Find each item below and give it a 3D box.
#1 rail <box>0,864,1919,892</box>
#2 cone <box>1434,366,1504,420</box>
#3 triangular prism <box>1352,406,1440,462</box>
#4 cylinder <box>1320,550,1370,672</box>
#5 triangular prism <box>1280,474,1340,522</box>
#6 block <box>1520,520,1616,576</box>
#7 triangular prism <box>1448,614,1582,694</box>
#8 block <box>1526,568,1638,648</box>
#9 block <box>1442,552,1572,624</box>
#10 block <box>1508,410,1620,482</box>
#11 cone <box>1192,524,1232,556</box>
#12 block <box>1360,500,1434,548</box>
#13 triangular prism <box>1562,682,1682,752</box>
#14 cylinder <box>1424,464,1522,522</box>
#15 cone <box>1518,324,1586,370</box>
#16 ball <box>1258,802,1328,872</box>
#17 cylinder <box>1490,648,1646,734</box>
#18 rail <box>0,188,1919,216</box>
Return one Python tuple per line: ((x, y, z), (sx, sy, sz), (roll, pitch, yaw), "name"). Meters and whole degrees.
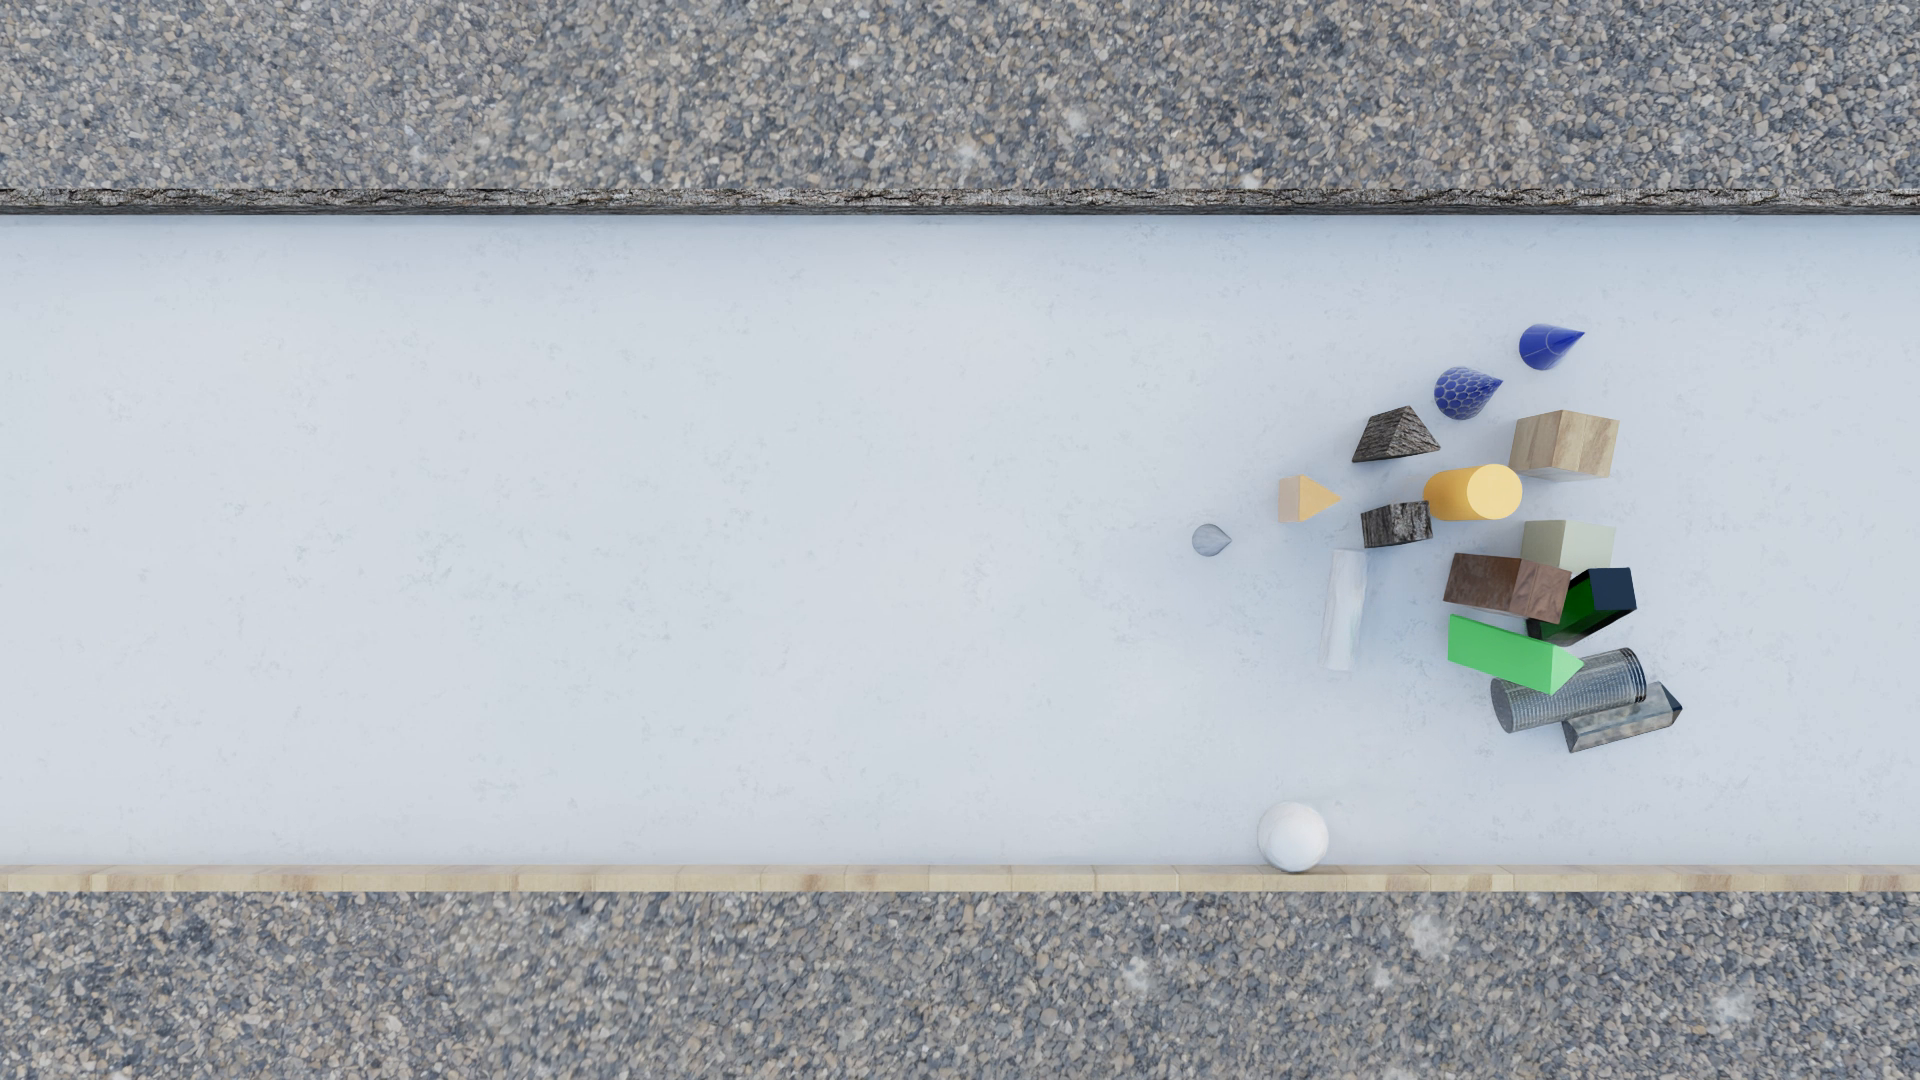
((-2.247, 1.025, 5.001), (12.000, 0.150, 0.050), (0, 90, 0), "rail")
((1.542, -0.452, 4.876), (0.166, 0.401, 0.166), (0, 90, 0), "cone")
((1.275, -0.315, 4.870), (0.154, 0.412, 0.133), (-7, 90, 0), "triangular prism")
((1.171, 0.213, 5.023), (0.106, 0.106, 0.359), (8, 90, 0), "cylinder")
((1.014, -0.138, 4.919), (0.135, 0.315, 0.117), (-29, 90, 0), "triangular prism")
((1.801, 0.024, 4.905), (0.145, 0.342, 0.145), (9, 90, 0), "block")
((1.640, 0.326, 4.876), (0.127, 0.398, 0.146), (-7, 104, -28), "triangular prism")
((1.812, 0.203, 4.835), (0.121, 0.459, 0.121), (-2, 73, -4), "block")
((1.599, 0.138, 4.842), (0.153, 0.455, 0.153), (14, 90, -7), "block")
((1.781, -0.274, 4.886), (0.166, 0.382, 0.166), (11, 90, 0), "block")
((0.765, 0.001, 4.850), (0.102, 0.453, 0.102), (0, 90, 0), "cone")
((1.290, -0.043, 4.885), (0.109, 0.376, 0.109), (-6, 87, 1), "block")
((2.013, 0.545, 5.012), (0.323, 0.122, 0.141), (-15, 90, 0), "triangular prism")
((1.504, -0.136, 4.857), (0.156, 0.439, 0.156), (0, 90, 0), "cylinder")
((1.793, -0.595, 4.901), (0.146, 0.351, 0.146), (0, 90, 0), "cone")
((1.005, 0.895, 4.972), (0.209, 0.209, 0.209), (0, 90, 0), "ball")
((1.838, 0.455, 4.991), (0.410, 0.172, 0.172), (-13, 90, 0), "cylinder")
((-2.247, -1.025, 5.002), (12.000, 0.150, 0.050), (0, 90, 0), "rail")
